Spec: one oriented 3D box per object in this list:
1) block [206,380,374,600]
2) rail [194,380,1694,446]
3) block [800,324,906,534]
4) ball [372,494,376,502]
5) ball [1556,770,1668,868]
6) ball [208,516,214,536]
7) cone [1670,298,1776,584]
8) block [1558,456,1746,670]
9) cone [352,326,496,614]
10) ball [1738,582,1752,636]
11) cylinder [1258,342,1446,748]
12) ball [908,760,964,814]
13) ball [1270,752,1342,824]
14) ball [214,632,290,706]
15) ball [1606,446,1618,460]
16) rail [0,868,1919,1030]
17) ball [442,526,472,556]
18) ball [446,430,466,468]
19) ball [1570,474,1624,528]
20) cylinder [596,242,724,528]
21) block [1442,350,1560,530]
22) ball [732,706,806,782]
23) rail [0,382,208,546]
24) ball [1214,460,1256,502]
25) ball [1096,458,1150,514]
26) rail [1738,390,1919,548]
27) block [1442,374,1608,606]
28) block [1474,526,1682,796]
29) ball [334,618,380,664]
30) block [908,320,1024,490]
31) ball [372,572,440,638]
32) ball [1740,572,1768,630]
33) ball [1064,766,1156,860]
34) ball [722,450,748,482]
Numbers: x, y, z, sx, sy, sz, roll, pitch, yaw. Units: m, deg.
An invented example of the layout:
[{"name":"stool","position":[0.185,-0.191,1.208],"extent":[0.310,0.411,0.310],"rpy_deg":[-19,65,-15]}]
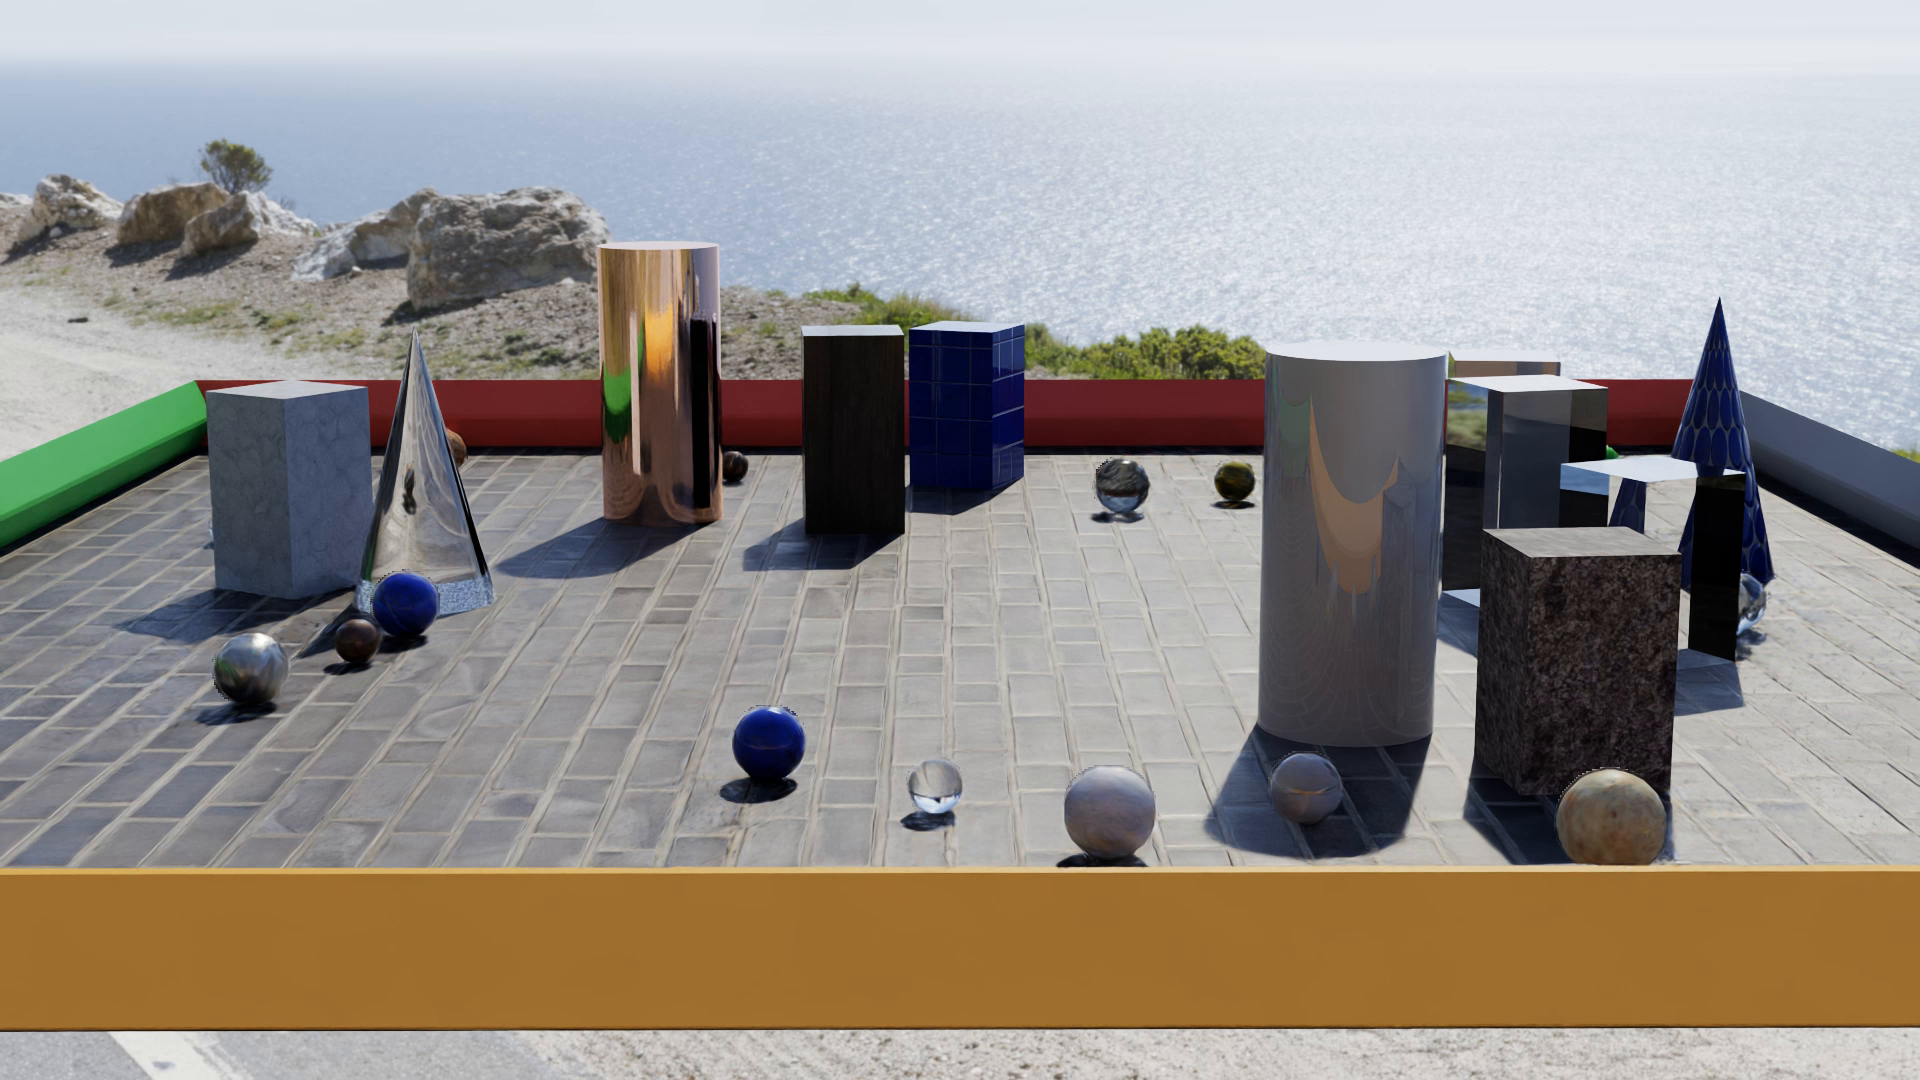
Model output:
[{"name":"block","position":[-0.941,-0.074,3.614],"extent":[0.156,0.278,0.156],"rpy_deg":[7,12,32]},{"name":"rail","position":[-0.009,-0.241,4.926],"extent":[2.927,0.127,0.045],"rpy_deg":[0,11,0]},{"name":"block","position":[-0.171,-0.178,4.079],"extent":[0.156,0.312,0.156],"rpy_deg":[-1,11,-5]},{"name":"ball","position":[-0.961,-0.054,4.134],"extent":[0.049,0.049,0.049],"rpy_deg":[0,11,0]},{"name":"ball","position":[0.591,0.257,2.325],"extent":[0.098,0.098,0.098],"rpy_deg":[0,11,0]},{"name":"ball","position":[-1.133,-0.023,3.959],"extent":[0.052,0.052,0.052],"rpy_deg":[0,11,0]},{"name":"cone","position":[1.080,-0.150,3.682],"extent":[0.195,0.404,0.195],"rpy_deg":[0,11,0]},{"name":"block","position":[0.852,0.028,3.179],"extent":[0.156,0.236,0.156],"rpy_deg":[-5,12,-26]},{"name":"cone","position":[-0.736,-0.104,3.493],"extent":[0.195,0.382,0.195],"rpy_deg":[0,11,0]},{"name":"ball","position":[0.957,0.085,3.260],"extent":[0.094,0.094,0.094],"rpy_deg":[0,11,0]},{"name":"cylinder","position":[0.430,0.000,2.829],"extent":[0.195,0.419,0.195],"rpy_deg":[0,11,0]},{"name":"ball","position":[-0.024,0.242,2.523],"extent":[0.054,0.054,0.054],"rpy_deg":[0,11,0]},{"name":"ball","position":[0.336,0.241,2.489],"extent":[0.069,0.069,0.069],"rpy_deg":[0,11,0]},{"name":"ball","position":[-0.814,0.148,2.950],"extent":[0.083,0.083,0.083],"rpy_deg":[0,11,0]},{"name":"ball","position":[1.152,-0.142,4.596],"extent":[0.054,0.054,0.054],"rpy_deg":[0,11,0]},{"name":"rail","position":[0.009,0.307,1.972],"extent":[2.927,0.127,0.045],"rpy_deg":[0,11,0]},{"name":"ball","position":[-0.754,0.001,3.844],"extent":[0.047,0.047,0.047],"rpy_deg":[0,11,0]},{"name":"ball","position":[-0.928,-0.158,4.605],"extent":[0.082,0.082,0.082],"rpy_deg":[0,11,0]},{"name":"ball","position":[1.013,-0.062,4.080],"extent":[0.084,0.084,0.084],"rpy_deg":[0,11,0]},{"name":"cylinder","position":[-0.483,-0.255,4.143],"extent":[0.195,0.441,0.195],"rpy_deg":[0,11,0]},{"name":"block","position":[0.834,-0.143,3.961],"extent":[0.156,0.286,0.156],"rpy_deg":[1,11,7]},{"name":"ball","position":[-0.196,0.210,2.639],"extent":[0.076,0.076,0.076],"rpy_deg":[0,11,0]},{"name":"rail","position":[-1.440,0.034,3.441],"extent":[0.045,0.127,3.052],"rpy_deg":[0,11,0]},{"name":"ball","position":[0.463,-0.099,4.322],"extent":[0.070,0.070,0.070],"rpy_deg":[0,11,0]},{"name":"ball","position":[0.266,-0.089,4.210],"extent":[0.090,0.090,0.090],"rpy_deg":[0,11,0]},{"name":"rail","position":[1.440,0.031,3.457],"extent":[0.045,0.127,3.052],"rpy_deg":[0,11,0]},{"name":"block","position":[0.771,-0.066,3.513],"extent":[0.156,0.299,0.156],"rpy_deg":[-3,11,-16]},{"name":"block","position":[0.635,0.122,2.651],"extent":[0.156,0.245,0.156],"rpy_deg":[-1,11,-6]},{"name":"ball","position":[-0.742,0.124,3.157],"extent":[0.055,0.055,0.055],"rpy_deg":[0,11,0]},{"name":"block","position":[0.013,-0.240,4.522],"extent":[0.156,0.273,0.156],"rpy_deg":[4,11,21]},{"name":"ball","position":[-0.712,0.084,3.296],"extent":[0.084,0.084,0.084],"rpy_deg":[0,11,0]},{"name":"ball","position":[1.009,0.080,3.335],"extent":[0.077,0.077,0.077],"rpy_deg":[0,11,0]},{"name":"ball","position":[0.139,0.253,2.379],"extent":[0.086,0.086,0.086],"rpy_deg":[0,11,0]},{"name":"ball","position":[-0.400,-0.129,4.524],"extent":[0.055,0.055,0.055],"rpy_deg":[0,11,0]}]
